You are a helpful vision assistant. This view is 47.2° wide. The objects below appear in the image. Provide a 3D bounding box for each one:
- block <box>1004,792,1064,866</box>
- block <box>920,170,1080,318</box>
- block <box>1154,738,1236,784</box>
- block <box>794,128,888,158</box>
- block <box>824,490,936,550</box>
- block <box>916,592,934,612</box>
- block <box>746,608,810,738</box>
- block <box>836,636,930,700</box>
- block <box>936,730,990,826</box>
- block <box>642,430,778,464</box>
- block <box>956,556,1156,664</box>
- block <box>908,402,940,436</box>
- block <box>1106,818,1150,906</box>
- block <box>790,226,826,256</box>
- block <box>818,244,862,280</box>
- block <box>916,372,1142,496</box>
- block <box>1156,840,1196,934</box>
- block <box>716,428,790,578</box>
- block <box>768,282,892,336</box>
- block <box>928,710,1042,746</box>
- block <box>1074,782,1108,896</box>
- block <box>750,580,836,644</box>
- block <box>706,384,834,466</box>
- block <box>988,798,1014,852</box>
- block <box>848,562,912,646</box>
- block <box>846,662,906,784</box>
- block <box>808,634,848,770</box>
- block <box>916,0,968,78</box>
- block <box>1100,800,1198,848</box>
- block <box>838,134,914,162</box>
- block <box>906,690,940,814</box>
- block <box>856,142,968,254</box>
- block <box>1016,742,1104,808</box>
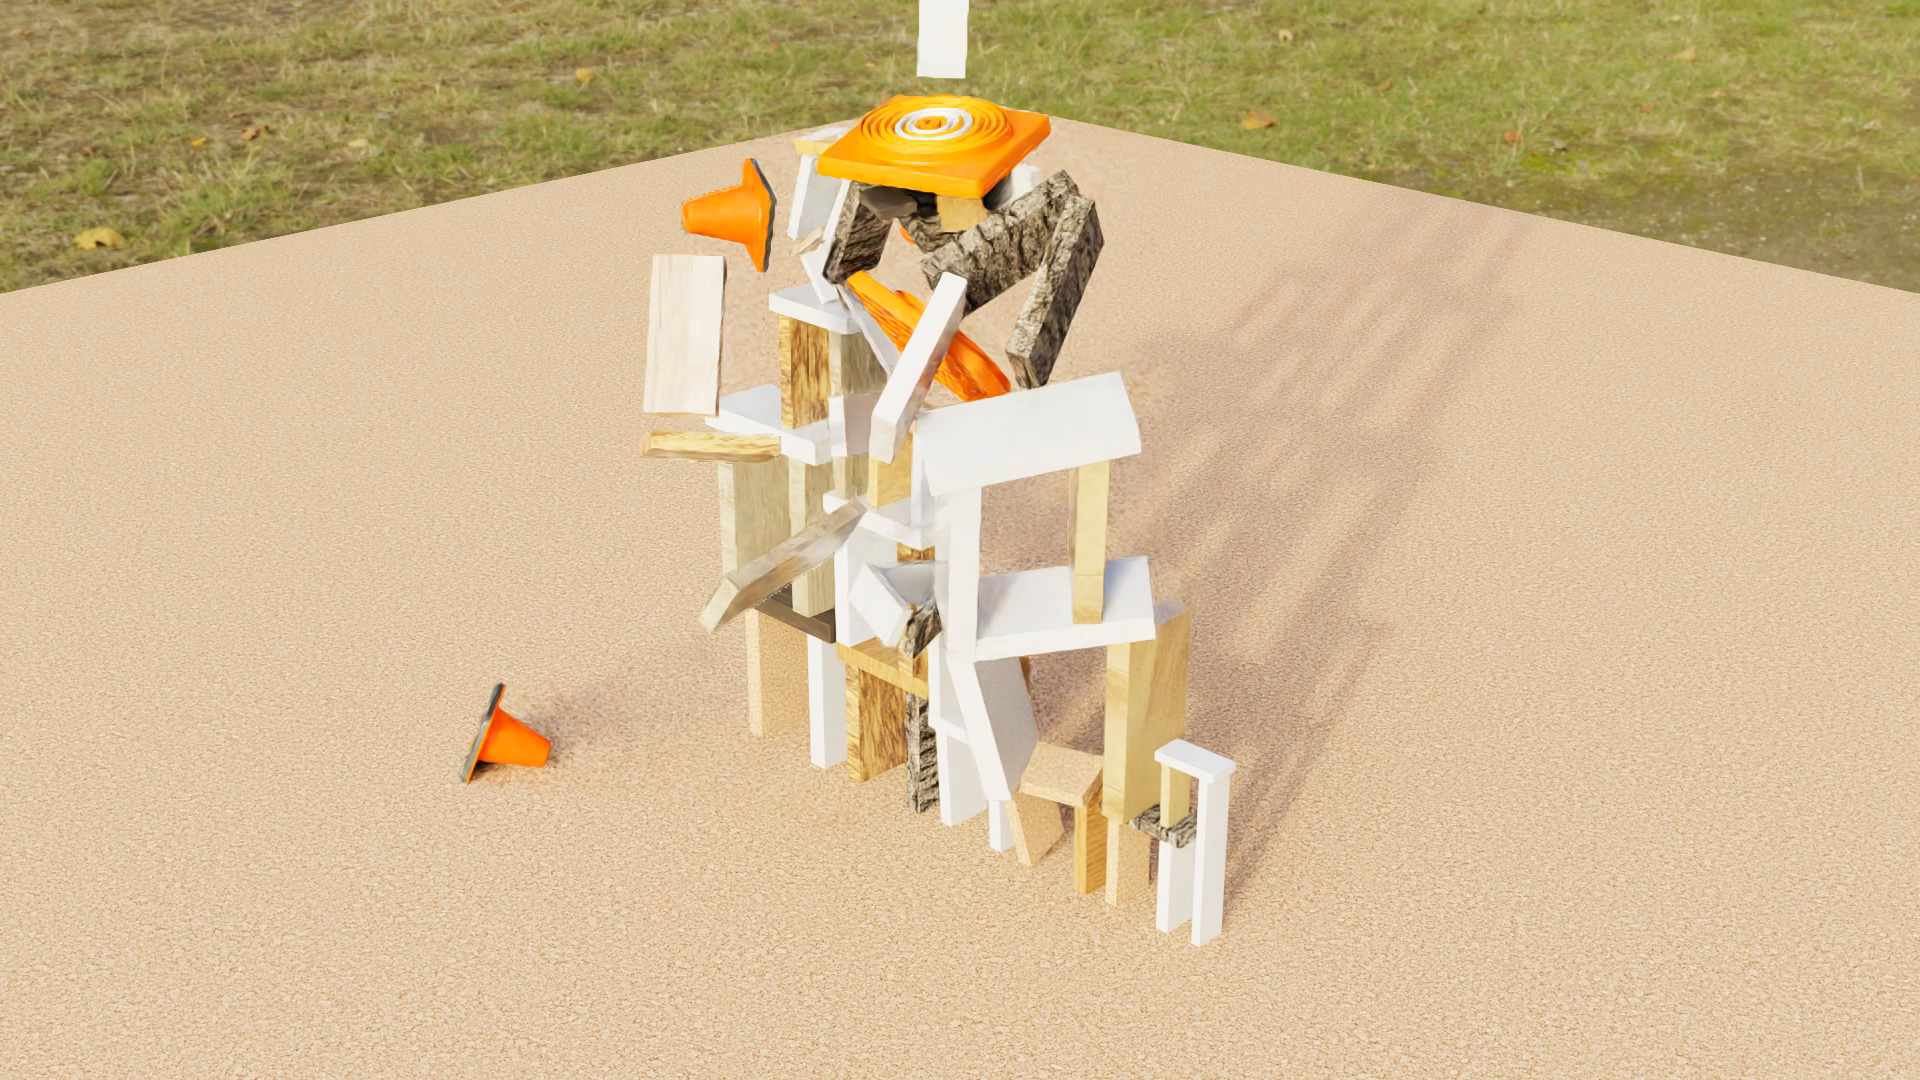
[{"bbox_3d":[0.140,0.515,4.244,0.030,0.214,0.107,18,45,37],"label":"block"},{"bbox_3d":[0.083,-0.509,3.830,0.298,0.149,0.042,-33,59,-3],"label":"block"},{"bbox_3d":[0.420,0.395,3.926,0.130,0.018,0.065,20,30,38],"label":"block"},{"bbox_3d":[-0.221,-0.741,4.109,0.089,0.025,0.178,-25,27,-32],"label":"block"},{"bbox_3d":[-0.124,-0.055,4.343,0.139,0.039,0.278,-21,31,-40],"label":"block"},{"bbox_3d":[0.031,0.141,4.227,0.213,0.030,0.107,20,32,39],"label":"block"},{"bbox_3d":[-0.388,0.262,4.758,0.043,0.301,0.151,21,31,41],"label":"block"},{"bbox_3d":[-0.110,0.243,4.453,0.134,0.038,0.268,-21,31,-40],"label":"block"},{"bbox_3d":[0.007,0.459,4.406,0.104,0.209,0.030,-21,29,-37],"label":"block"},{"bbox_3d":[-0.426,-0.158,3.735,0.215,0.030,0.108,3,-6,-17],"label":"block"},{"bbox_3d":[0.166,0.122,3.896,0.348,0.049,0.174,-7,37,6],"label":"block"},{"bbox_3d":[-0.090,-0.240,4.224,0.091,0.026,0.182,-20,31,-40],"label":"block"},{"bbox_3d":[0.317,0.588,4.136,0.027,0.187,0.094,21,31,40],"label":"block"},{"bbox_3d":[-0.280,-0.584,4.271,0.051,0.015,0.103,-25,-3,-44],"label":"block"},{"bbox_3d":[-0.229,-0.536,4.213,0.046,0.013,0.092,-21,60,-31],"label":"block"},{"bbox_3d":[0.110,-0.177,3.631,0.349,0.049,0.175,-12,37,0],"label":"block"},{"bbox_3d":[0.406,0.622,4.055,0.027,0.187,0.094,21,31,40],"label":"block"},{"bbox_3d":[-0.427,-0.091,4.657,0.048,0.341,0.171,21,31,41],"label":"block"},{"bbox_3d":[-0.255,-0.454,4.307,0.117,0.033,0.235,-21,30,-40],"label":"block"},{"bbox_3d":[0.048,0.368,4.316,0.104,0.030,0.209,-23,32,-39],"label":"block"},{"bbox_3d":[0.266,0.557,4.173,0.107,0.214,0.030,-20,29,-39],"label":"block"},{"bbox_3d":[-0.317,0.131,4.626,0.151,0.043,0.301,-21,31,-40],"label":"block"},{"bbox_3d":[-0.347,-0.239,4.507,0.341,0.048,0.171,21,31,41],"label":"block"},{"bbox_3d":[0.105,0.498,4.316,0.104,0.209,0.030,-21,29,-38],"label":"block"},{"bbox_3d":[-0.148,0.119,4.058,0.022,0.079,0.158,7,28,-37],"label":"block"},{"bbox_3d":[-0.173,0.359,4.571,0.038,0.268,0.134,21,31,41],"label":"block"},{"bbox_3d":[-0.246,0.317,4.627,0.151,0.301,0.043,-21,31,-41],"label":"block"},{"bbox_3d":[-0.032,-0.969,4.164,0.091,0.182,0.026,0,27,-5],"label":"block"},{"bbox_3d":[0.360,0.507,4.052,0.187,0.027,0.094,20,31,39],"label":"block"},{"bbox_3d":[-0.154,-0.711,3.988,0.137,0.019,0.068,0,35,-2],"label":"block"},{"bbox_3d":[-0.047,0.409,4.454,0.038,0.268,0.134,21,31,41],"label":"block"},{"bbox_3d":[-0.077,-0.623,3.990,0.117,0.033,0.233,-20,61,-33],"label":"block"},{"bbox_3d":[0.164,0.434,4.132,0.214,0.030,0.107,11,43,32],"label":"block"}]
